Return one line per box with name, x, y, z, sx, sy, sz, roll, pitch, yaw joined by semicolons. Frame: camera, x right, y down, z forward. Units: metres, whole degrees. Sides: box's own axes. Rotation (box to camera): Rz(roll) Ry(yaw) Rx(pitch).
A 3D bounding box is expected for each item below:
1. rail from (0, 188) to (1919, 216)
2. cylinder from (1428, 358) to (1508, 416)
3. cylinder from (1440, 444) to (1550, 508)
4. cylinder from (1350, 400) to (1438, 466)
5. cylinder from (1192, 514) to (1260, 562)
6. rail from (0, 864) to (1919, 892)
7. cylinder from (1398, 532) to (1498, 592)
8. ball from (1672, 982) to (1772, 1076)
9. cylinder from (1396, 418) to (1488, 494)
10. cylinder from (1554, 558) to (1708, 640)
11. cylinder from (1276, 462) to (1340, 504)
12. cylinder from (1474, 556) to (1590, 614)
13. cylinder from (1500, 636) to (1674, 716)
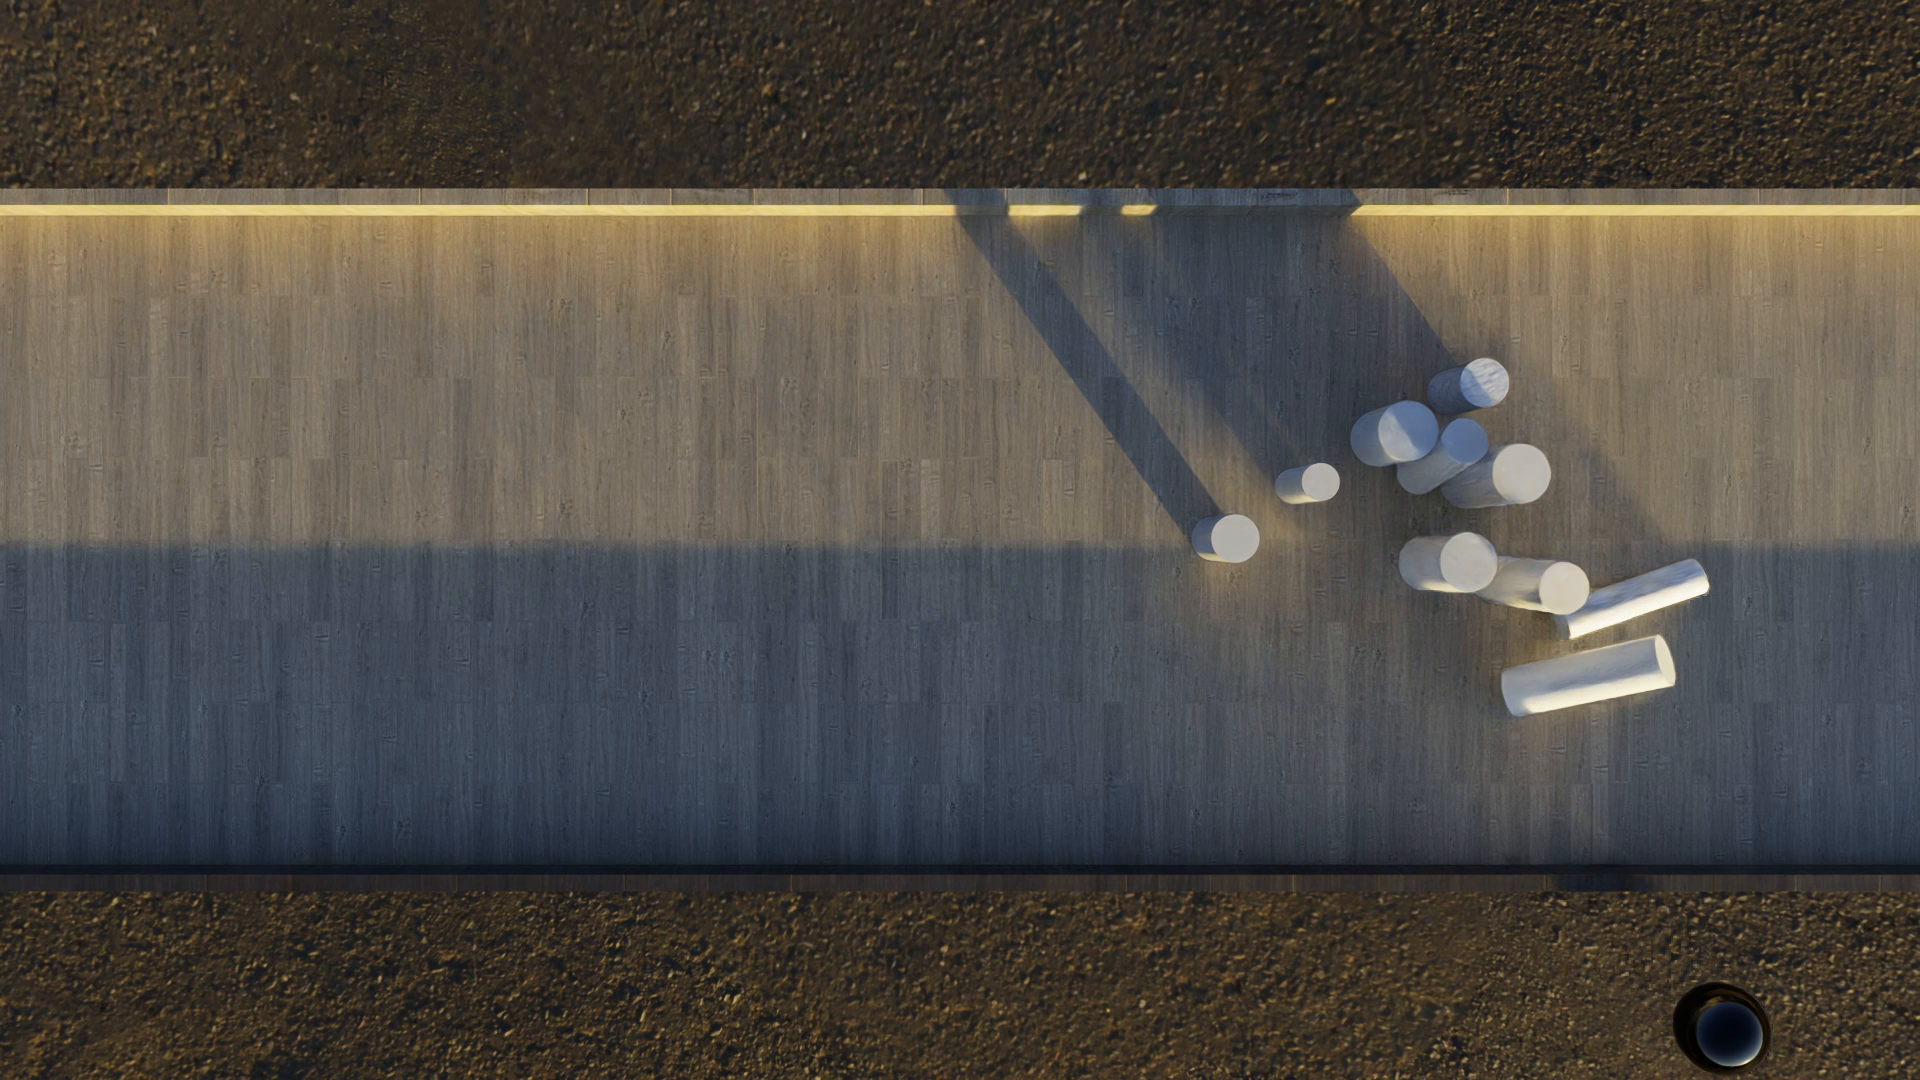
rail;-2.247;-1.025;5.002;12.000;0.150;0.050;0;90;0
cylinder;1.509;-0.453;4.910;0.142;0.333;0.142;0;90;0
cylinder;1.570;-0.184;4.862;0.169;0.420;0.169;0;89;-4
cylinder;1.287;-0.313;4.906;0.174;0.339;0.174;0;90;0
cylinder;0.781;-0.004;4.877;0.137;0.400;0.137;0;90;0
rail;-2.247;1.025;5.001;12.000;0.150;0.050;0;90;0
cylinder;1.444;0.067;4.900;0.171;0.340;0.171;0;89;-5
ball;2.256;1.448;4.887;0.267;0.267;0.267;0;90;0
cylinder;1.424;-0.244;4.887;0.134;0.357;0.134;2;77;-7
cylinder;2.038;0.179;5.020;0.439;0.114;0.114;-19;90;0
cylinder;1.024;-0.165;4.880;0.108;0.394;0.108;0;90;0
cylinder;1.667;0.128;4.845;0.147;0.449;0.147;0;92;-7
cylinder;1.853;0.406;4.883;0.458;0.150;0.150;-18;90;35
